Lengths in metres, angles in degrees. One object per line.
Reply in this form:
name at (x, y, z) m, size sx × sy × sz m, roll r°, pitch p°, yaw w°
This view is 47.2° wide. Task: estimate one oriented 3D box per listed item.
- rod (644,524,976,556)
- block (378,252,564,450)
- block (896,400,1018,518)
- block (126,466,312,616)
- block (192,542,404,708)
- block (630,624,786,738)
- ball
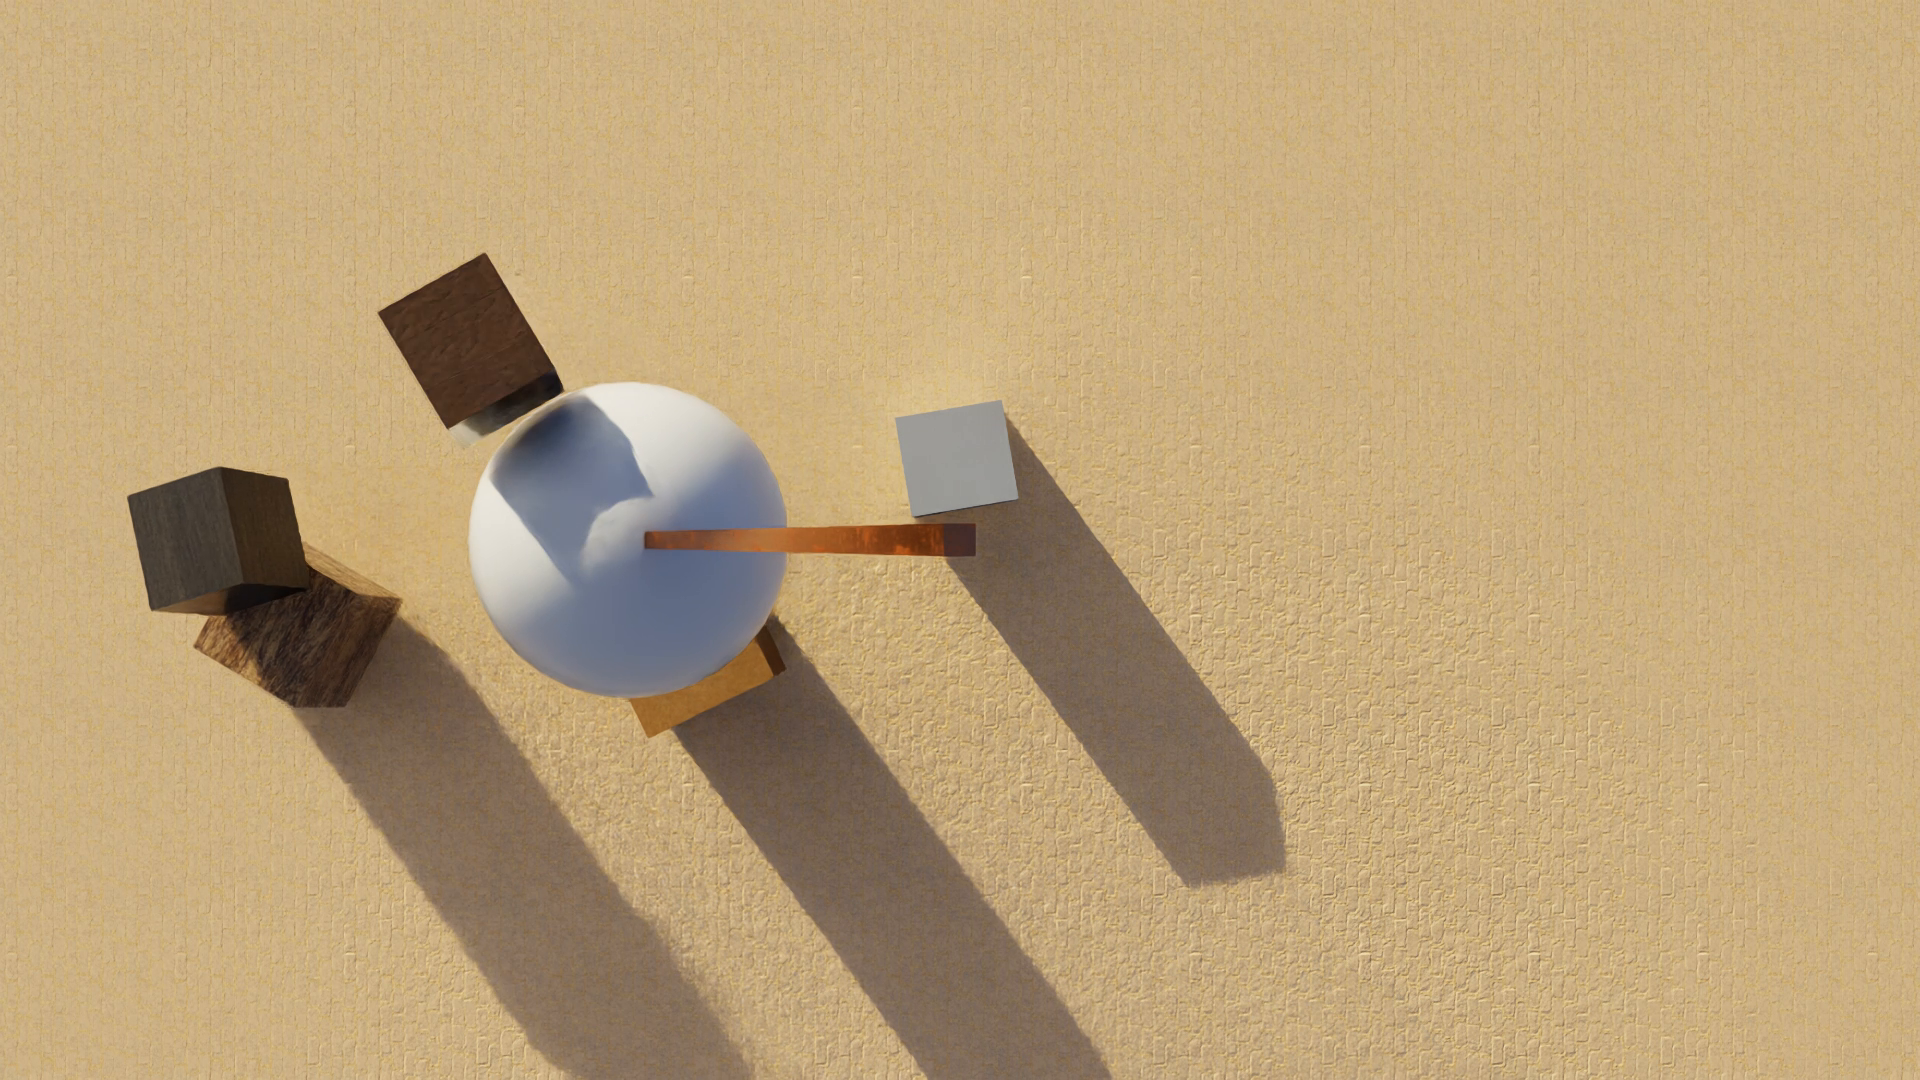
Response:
rod at (-0.721, 0.000, 7.820) m, size 0.080 × 5.200 × 0.080 m, roll 0°, pitch 90°, yaw -16°
block at (-2.306, -0.887, 10.431) m, size 0.566 × 0.575 × 0.635 m, roll -31°, pitch 87°, yaw -8°
block at (-0.018, -0.460, 12.689) m, size 0.610 × 0.623 × 0.566 m, roll -10°, pitch 90°, yaw 0°
block at (-4.015, 0.018, 11.948) m, size 0.567 × 0.682 × 0.638 m, roll -16°, pitch 82°, yaw 12°
block at (-3.779, 0.474, 12.607) m, size 0.699 × 0.695 × 0.721 m, roll 29°, pitch 90°, yaw 8°
block at (-1.539, 0.592, 12.579) m, size 0.778 × 0.841 × 0.752 m, roll -26°, pitch 90°, yaw 0°
ball at (-1.664, 0.000, 11.086) m, size 1.600 × 1.600 × 1.600 m, roll 0°, pitch 90°, yaw 0°
